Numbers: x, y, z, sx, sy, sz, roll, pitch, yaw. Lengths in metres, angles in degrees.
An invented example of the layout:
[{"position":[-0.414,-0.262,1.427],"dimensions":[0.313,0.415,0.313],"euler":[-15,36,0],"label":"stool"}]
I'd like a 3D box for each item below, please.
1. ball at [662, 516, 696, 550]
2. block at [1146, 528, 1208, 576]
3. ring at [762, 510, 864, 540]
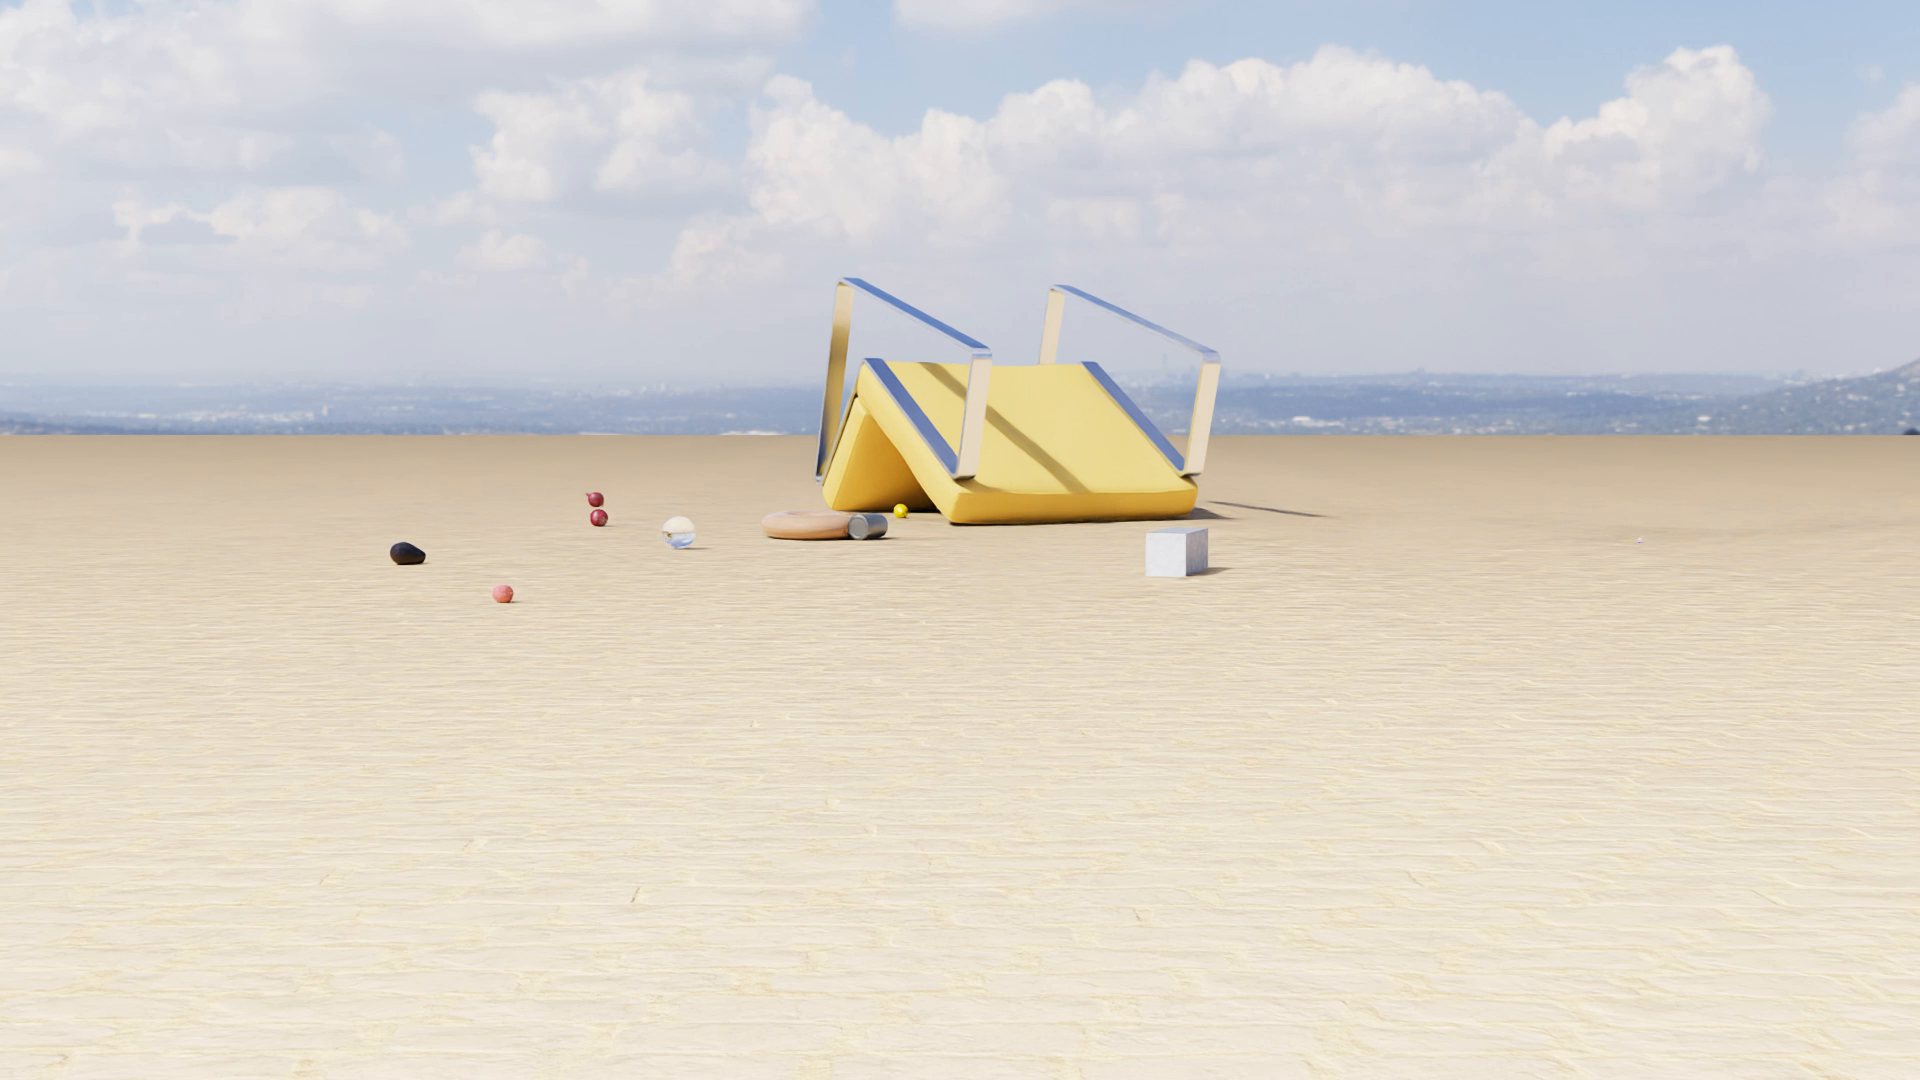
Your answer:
[{"position":[-0.789,-0.022,6.169],"dimensions":[0.095,0.095,0.095],"euler":[0,4,0],"label":"ball"},{"position":[0.533,0.028,5.389],"dimensions":[0.098,0.103,0.238],"euler":[1,4,19],"label":"block"},{"position":[-0.449,-0.045,6.677],"dimensions":[0.305,0.074,0.386],"euler":[-2,5,-18],"label":"ring"}]
